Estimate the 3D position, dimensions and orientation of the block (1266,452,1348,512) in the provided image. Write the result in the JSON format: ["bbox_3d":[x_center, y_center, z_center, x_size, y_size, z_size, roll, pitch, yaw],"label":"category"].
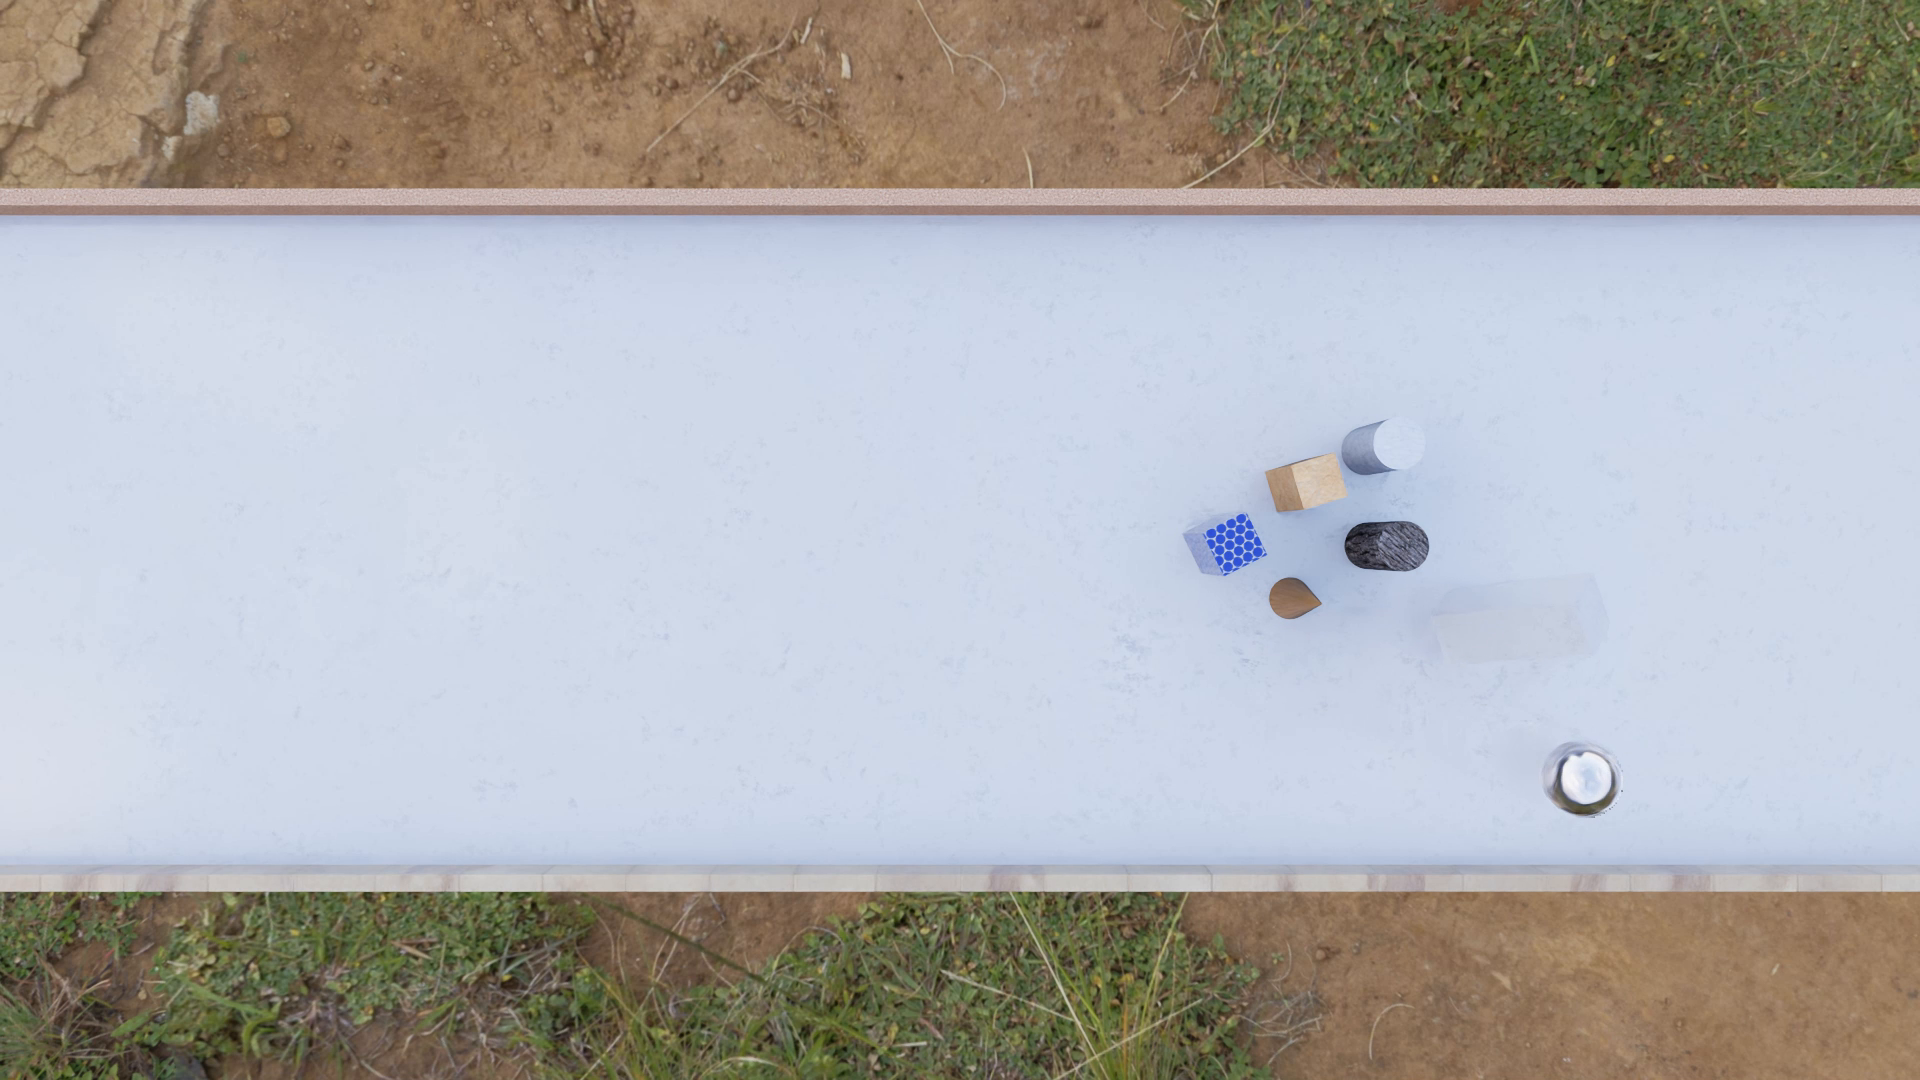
[{"bbox_3d":[1.019,-0.167,4.877,0.131,0.400,0.131,-17,90,0],"label":"block"}]

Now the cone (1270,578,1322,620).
[{"bbox_3d":[1.016,0.179,4.849,0.129,0.456,0.129,0,90,0],"label":"cone"}]

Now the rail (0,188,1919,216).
[{"bbox_3d":[-2.247,-1.025,5.002,12.000,0.150,0.050,0,90,0],"label":"rail"}]

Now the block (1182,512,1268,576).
[{"bbox_3d":[0.774,0.011,4.861,0.137,0.431,0.137,-26,90,0],"label":"block"}]

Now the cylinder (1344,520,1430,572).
[{"bbox_3d":[1.255,0.018,4.870,0.144,0.413,0.144,0,90,0],"label":"cylinder"}]

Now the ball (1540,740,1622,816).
[{"bbox_3d":[1.821,0.698,4.838,0.222,0.222,0.222,0,90,0],"label":"ball"}]

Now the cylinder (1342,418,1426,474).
[{"bbox_3d":[1.248,-0.275,4.880,0.150,0.394,0.150,0,90,0],"label":"cylinder"}]

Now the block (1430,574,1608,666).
[{"bbox_3d":[1.641,0.238,4.850,0.437,0.170,0.170,-9,111,41],"label":"block"}]

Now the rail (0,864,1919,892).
[{"bbox_3d":[-2.247,1.025,5.001,12.000,0.150,0.050,0,90,0],"label":"rail"}]
